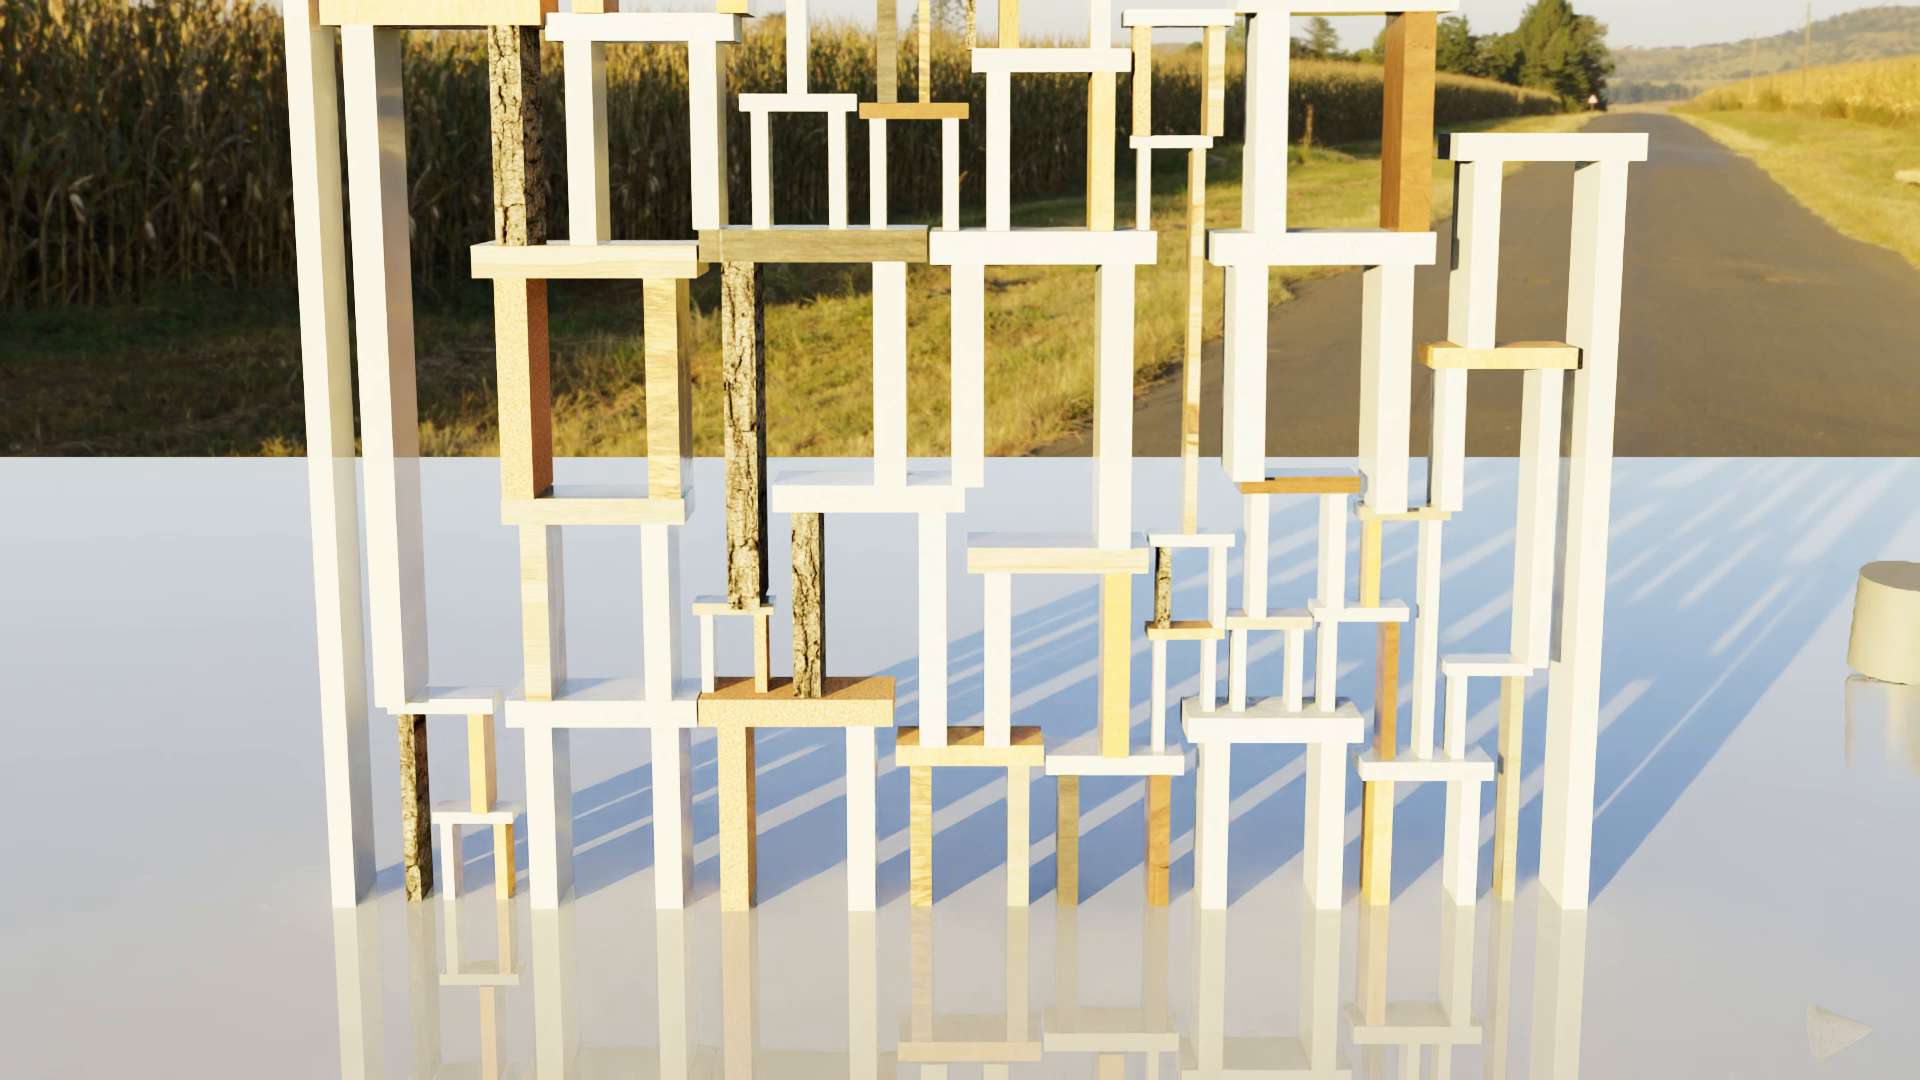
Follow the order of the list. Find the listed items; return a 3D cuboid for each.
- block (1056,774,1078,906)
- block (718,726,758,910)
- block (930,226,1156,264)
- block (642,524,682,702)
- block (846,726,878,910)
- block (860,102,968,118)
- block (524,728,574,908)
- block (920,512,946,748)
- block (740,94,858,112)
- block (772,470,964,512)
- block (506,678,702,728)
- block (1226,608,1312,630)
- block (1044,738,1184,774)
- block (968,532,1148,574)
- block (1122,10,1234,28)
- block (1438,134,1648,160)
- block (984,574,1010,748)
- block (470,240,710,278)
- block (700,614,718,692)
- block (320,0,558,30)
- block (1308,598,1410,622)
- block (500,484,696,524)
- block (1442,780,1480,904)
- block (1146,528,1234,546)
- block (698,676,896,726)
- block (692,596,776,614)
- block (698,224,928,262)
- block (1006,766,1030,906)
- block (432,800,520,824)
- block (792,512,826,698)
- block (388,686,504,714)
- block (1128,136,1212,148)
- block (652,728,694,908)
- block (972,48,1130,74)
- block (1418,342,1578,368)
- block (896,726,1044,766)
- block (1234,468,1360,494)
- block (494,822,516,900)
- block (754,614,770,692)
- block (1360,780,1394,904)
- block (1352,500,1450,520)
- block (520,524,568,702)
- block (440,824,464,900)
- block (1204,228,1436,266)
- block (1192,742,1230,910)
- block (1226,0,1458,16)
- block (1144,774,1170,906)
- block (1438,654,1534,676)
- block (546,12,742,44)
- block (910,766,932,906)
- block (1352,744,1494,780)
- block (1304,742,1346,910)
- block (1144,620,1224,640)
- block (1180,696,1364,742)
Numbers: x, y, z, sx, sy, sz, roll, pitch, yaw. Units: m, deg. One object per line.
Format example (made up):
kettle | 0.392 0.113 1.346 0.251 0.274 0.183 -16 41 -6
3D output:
block | 0.177 0.481 3.646 0.032 0.223 0.112 0 11 0
block | -0.367 0.438 3.636 0.044 0.311 0.155 0 11 0
block | 0.129 -0.466 3.473 0.348 0.049 0.174 0 11 0
block | -0.484 0.104 3.575 0.041 0.289 0.144 0 11 0
block | -0.160 0.438 3.636 0.044 0.311 0.155 0 11 0
block | -0.071 -0.670 3.434 0.168 0.024 0.084 0 11 0
block | -0.680 0.439 3.644 0.043 0.307 0.153 0 11 0
block | -0.043 0.132 3.589 0.043 0.386 0.152 0 10 0
block | -0.250 -0.683 3.433 0.180 0.025 0.090 0 11 0
block | -0.144 -0.079 3.550 0.303 0.043 0.152 0 10 0
block | -0.578 0.266 3.612 0.307 0.043 0.153 0 11 0
block | 0.500 0.128 3.586 0.138 0.020 0.069 0 11 0
block | 0.252 0.356 3.623 0.223 0.032 0.112 0 11 0
block | 0.156 0.020 3.564 0.287 0.041 0.144 0 11 0
block | 0.337 -0.808 3.408 0.166 0.024 0.083 0 10 0
block | 0.909 -0.616 3.442 0.290 0.041 0.145 0 11 0
block | 0.060 0.181 3.594 0.041 0.287 0.144 0 11 0
block | -0.581 -0.445 3.482 0.347 0.049 0.174 0 11 0
block | -0.409 0.178 3.590 0.018 0.130 0.065 0 10 0
block | -0.801 -0.818 3.403 0.332 0.047 0.166 0 11 0
block | 0.649 0.114 3.586 0.151 0.021 0.076 0 11 0
block | -0.580 -0.058 3.545 0.289 0.041 0.144 0 11 0
block | 0.832 0.486 3.648 0.030 0.212 0.106 0 11 0
block | 0.372 -0.005 3.559 0.135 0.019 0.068 0 10 -1
block | -0.264 0.264 3.604 0.311 0.044 0.155 0 11 0
block | -0.366 0.105 3.577 0.130 0.018 0.065 0 11 0
block | -0.227 -0.469 3.477 0.351 0.050 0.176 0 11 0
block | 0.095 0.473 3.648 0.034 0.239 0.119 0 11 0
block | -0.802 0.451 3.647 0.131 0.019 0.066 0 11 0
block | -0.246 0.091 3.581 0.043 0.303 0.152 0 11 0
block | -0.845 0.263 3.612 0.170 0.024 0.085 0 11 0
block | 0.329 -0.624 3.444 0.127 0.018 0.063 0 11 0
block | -0.475 0.439 3.644 0.043 0.307 0.153 0 11 0
block | 0.140 -0.745 3.421 0.242 0.034 0.121 0 11 0
block | 0.854 -0.295 3.501 0.226 0.032 0.113 0 11 0
block | 0.016 0.339 3.623 0.238 0.034 0.119 0 11 0
block | 0.542 -0.096 3.544 0.189 0.027 0.094 0 11 0
block | -0.758 0.525 3.661 0.019 0.131 0.066 0 11 0
block | -0.323 0.178 3.590 0.018 0.130 0.065 0 11 0
block | 0.690 0.486 3.648 0.030 0.212 0.106 0 11 0
block | 0.713 -0.048 3.555 0.144 0.020 0.072 0 11 0
block | -0.677 0.104 3.575 0.041 0.289 0.144 0 11 0
block | -0.845 0.525 3.661 0.019 0.131 0.066 0 11 0
block | 0.563 -0.464 3.469 0.339 0.048 0.170 0 11 1
block | 0.415 0.452 3.640 0.040 0.282 0.141 0 11 0
block | 0.586 -0.837 3.397 0.332 0.047 0.166 0 11 1
block | 0.326 0.481 3.646 0.032 0.223 0.112 0 11 0
block | 0.859 0.204 3.601 0.140 0.020 0.070 0 11 0
block | -0.488 -0.794 3.414 0.285 0.040 0.143 0 11 0
block | -0.064 0.473 3.648 0.034 0.239 0.119 0 11 0
block | 0.761 0.367 3.626 0.212 0.030 0.106 0 11 0
block | 0.603 0.452 3.640 0.040 0.282 0.141 0 11 0
block | 0.365 0.146 3.583 0.122 0.017 0.061 0 11 -3
block | 0.509 0.294 3.610 0.282 0.040 0.141 0 11 0
